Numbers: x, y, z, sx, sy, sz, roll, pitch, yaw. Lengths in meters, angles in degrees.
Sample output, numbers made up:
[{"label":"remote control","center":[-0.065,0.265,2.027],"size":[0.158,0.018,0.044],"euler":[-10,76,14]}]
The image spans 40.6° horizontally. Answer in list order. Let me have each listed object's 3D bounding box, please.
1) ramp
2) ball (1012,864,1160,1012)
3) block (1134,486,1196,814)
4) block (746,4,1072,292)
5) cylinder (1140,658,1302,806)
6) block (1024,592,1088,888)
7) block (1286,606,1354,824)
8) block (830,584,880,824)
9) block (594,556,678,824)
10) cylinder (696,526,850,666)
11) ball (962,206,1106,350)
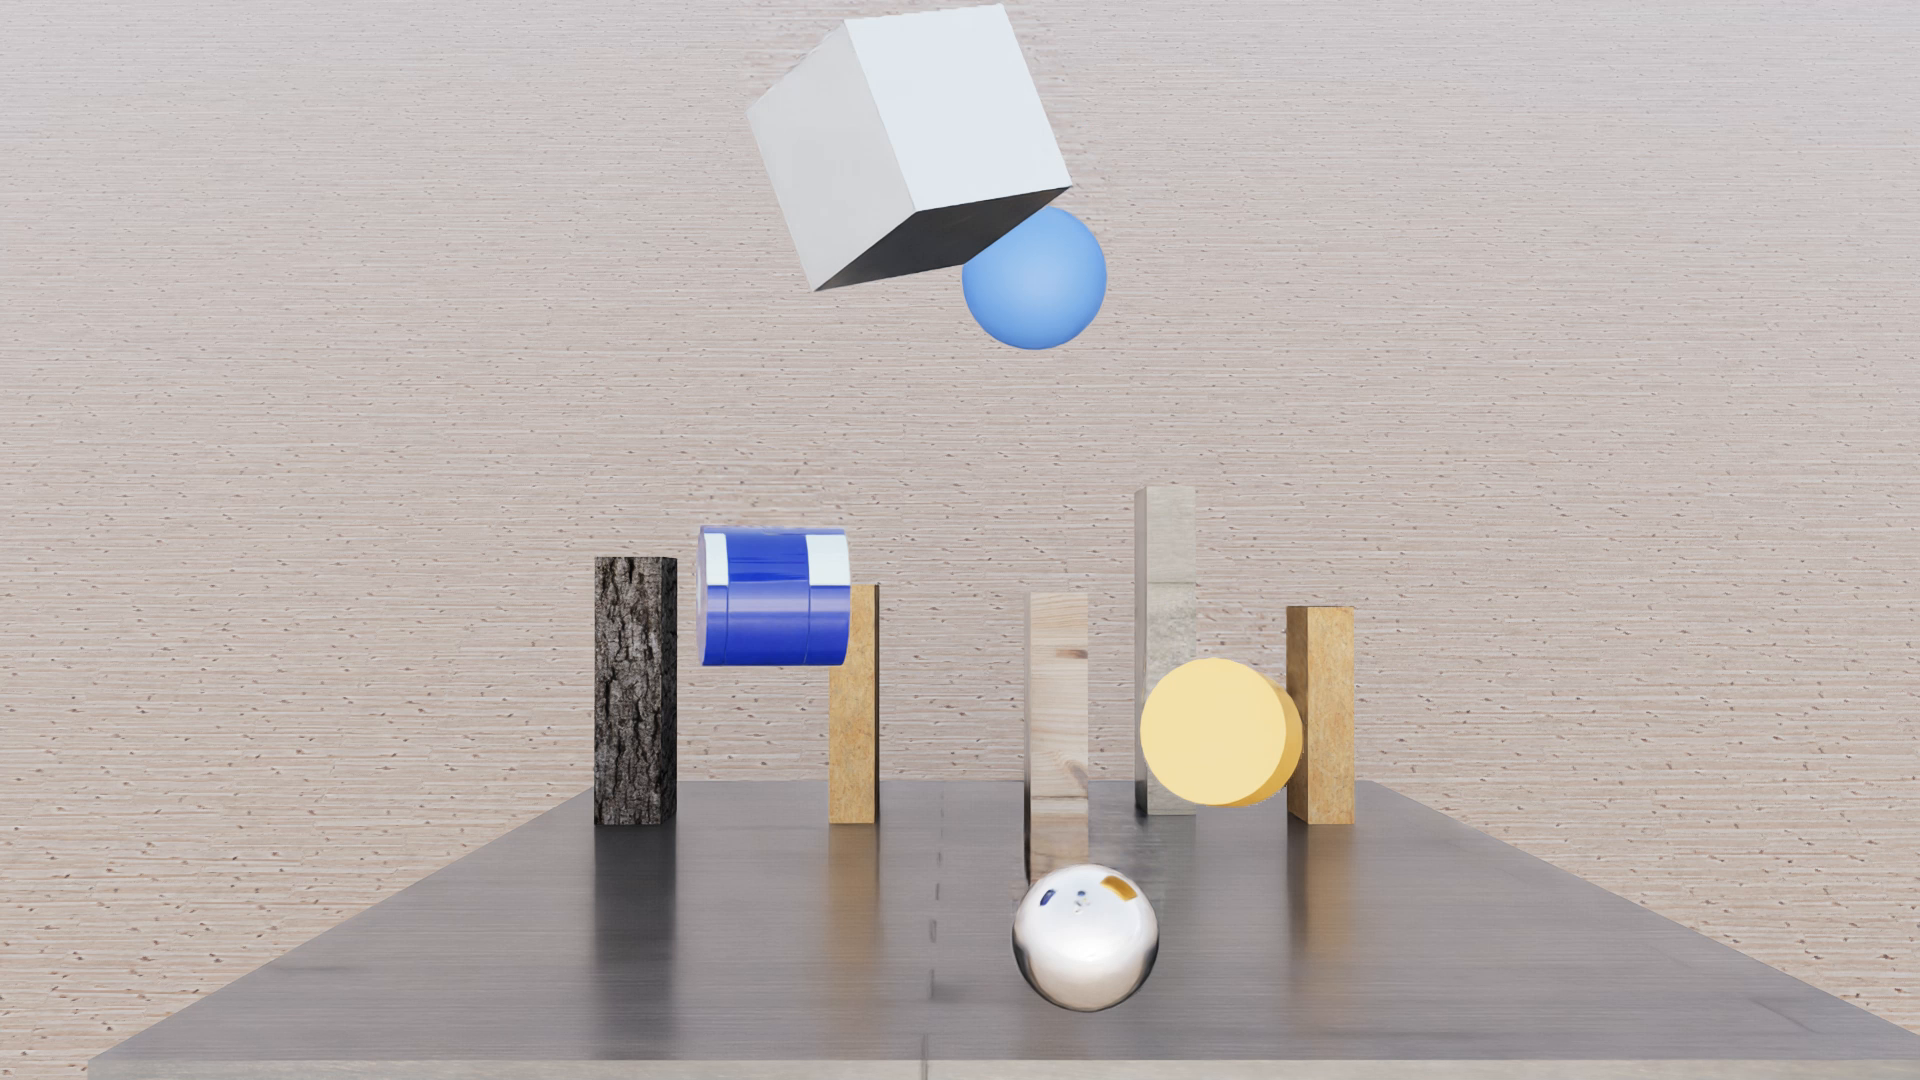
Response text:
[{"label":"ramp","center":[0.073,0.639,4.752],"size":[2.000,0.100,4.000],"euler":[0,-1,0]},{"label":"ball","center":[0.128,0.404,2.635],"size":[0.150,0.150,0.150],"euler":[0,33,0]},{"label":"block","center":[0.468,0.248,5.946],"size":[0.108,0.727,0.414],"euler":[0,-1,0]},{"label":"block","center":[-0.042,-0.312,2.066],"size":[0.158,0.158,0.158],"euler":[-15,-9,-37]},{"label":"cylinder","center":[0.272,0.201,2.685],"size":[0.148,0.148,0.148],"euler":[10,-4,15]},{"label":"block","center":[0.164,0.338,4.493],"size":[0.095,0.493,0.430],"euler":[0,-1,0]},{"label":"block","center":[0.789,0.376,5.693],"size":[0.098,0.461,0.360],"euler":[0,-1,0]},{"label":"block","center":[-0.231,0.353,5.716],"size":[0.097,0.508,0.359],"euler":[0,-1,0]},{"label":"block","center":[-0.705,0.322,5.662],"size":[0.142,0.568,0.314],"euler":[0,-1,0]},{"label":"cylinder","center":[-0.197,0.058,2.710],"size":[0.146,0.146,0.146],"euler":[0,32,-10]},{"label":"ball","center":[0.071,-0.253,2.495],"size":[0.140,0.140,0.140],"euler":[0,33,0]}]
